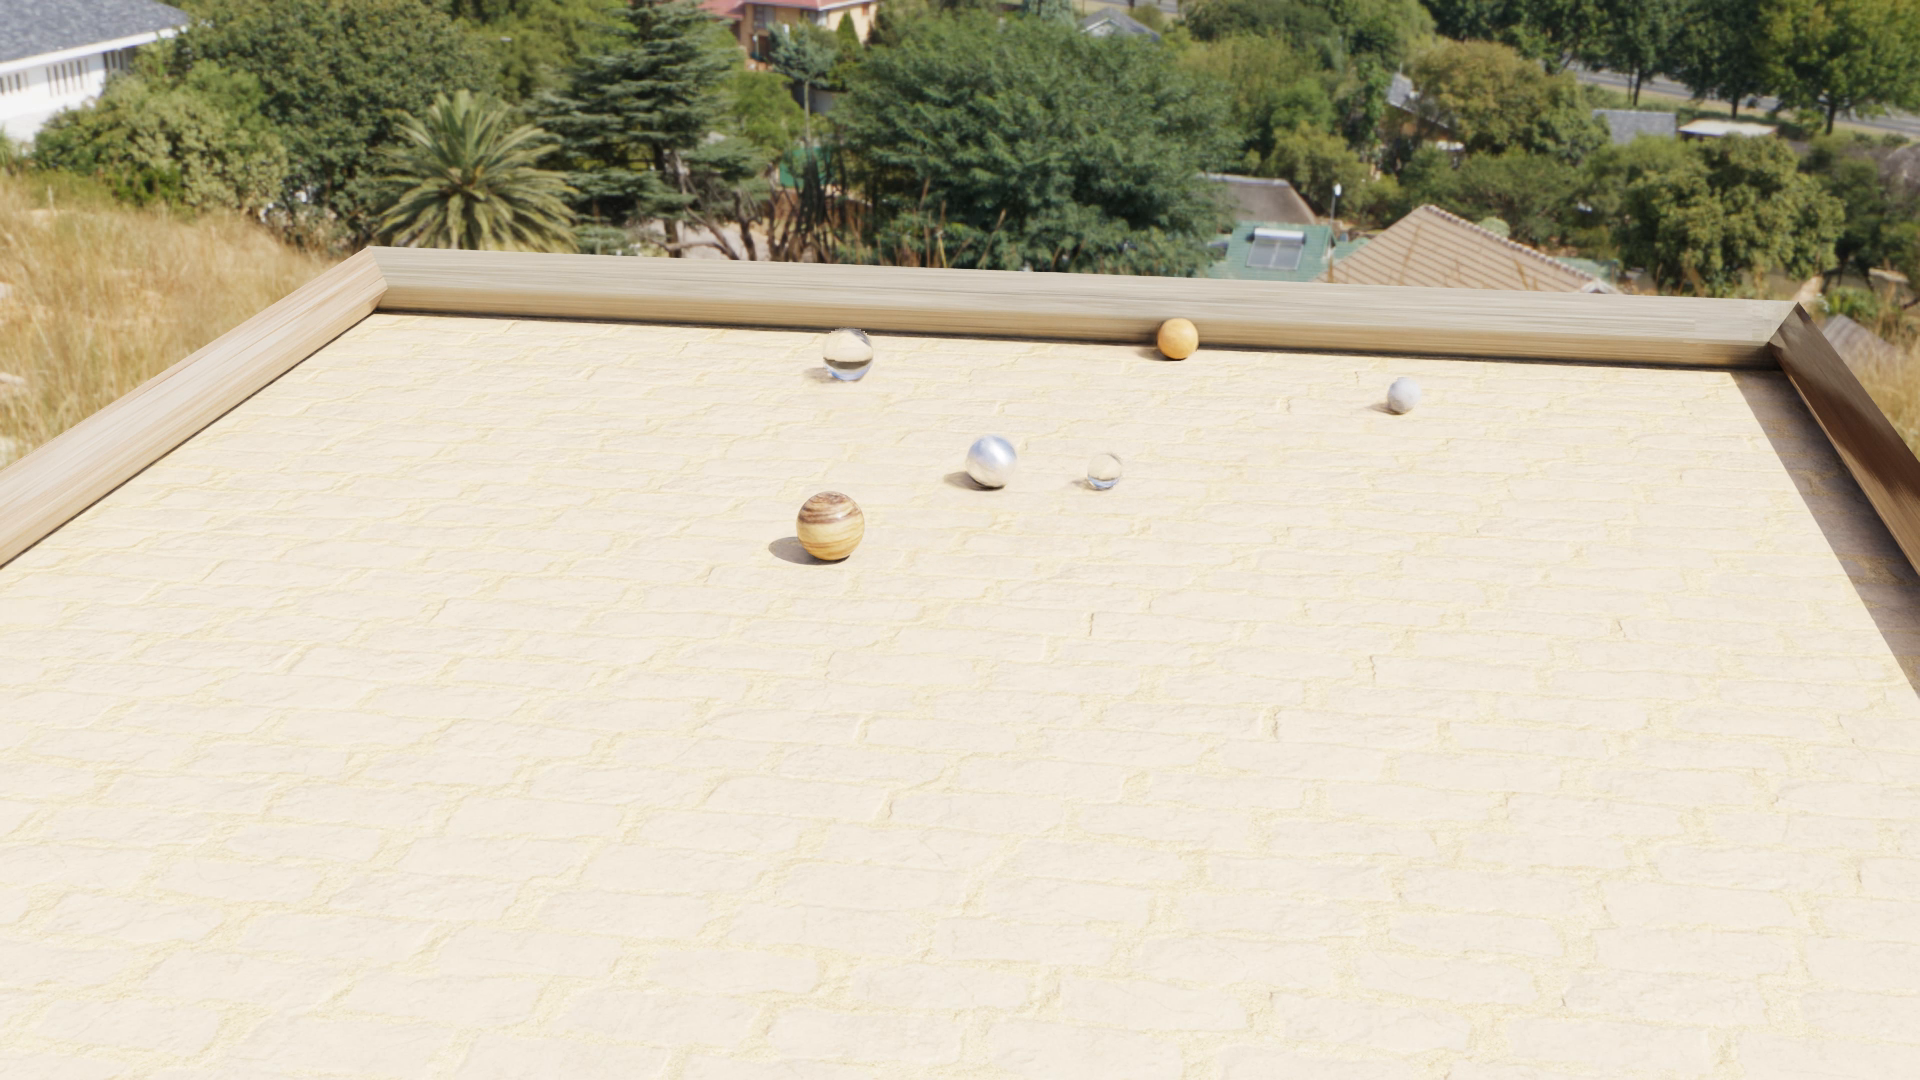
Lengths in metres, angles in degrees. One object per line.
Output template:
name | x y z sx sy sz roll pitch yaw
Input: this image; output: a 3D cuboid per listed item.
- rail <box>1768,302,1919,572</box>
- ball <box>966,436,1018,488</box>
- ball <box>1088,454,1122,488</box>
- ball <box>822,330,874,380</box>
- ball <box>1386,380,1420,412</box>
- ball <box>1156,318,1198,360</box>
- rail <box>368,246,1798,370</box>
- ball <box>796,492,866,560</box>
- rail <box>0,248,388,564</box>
rail | 0.910 0.373 1.502 0.045 0.103 3.665 3 22 8
ball | 0.040 -0.097 2.740 0.065 0.065 0.065 0 22 0
ball | 0.181 -0.086 2.740 0.044 0.044 0.044 0 22 0
ball | -0.160 -0.265 3.149 0.073 0.073 0.073 0 22 0
ball | 0.608 -0.197 3.018 0.045 0.045 0.045 0 22 0
ball | 0.321 -0.298 3.248 0.062 0.062 0.062 0 22 0
rail | 0.134 -0.346 3.312 2.166 0.103 0.045 3 22 8
ball | -0.148 -0.016 2.516 0.080 0.080 0.080 0 22 0
rail | -1.185 0.256 1.797 0.045 0.103 3.665 3 22 8
